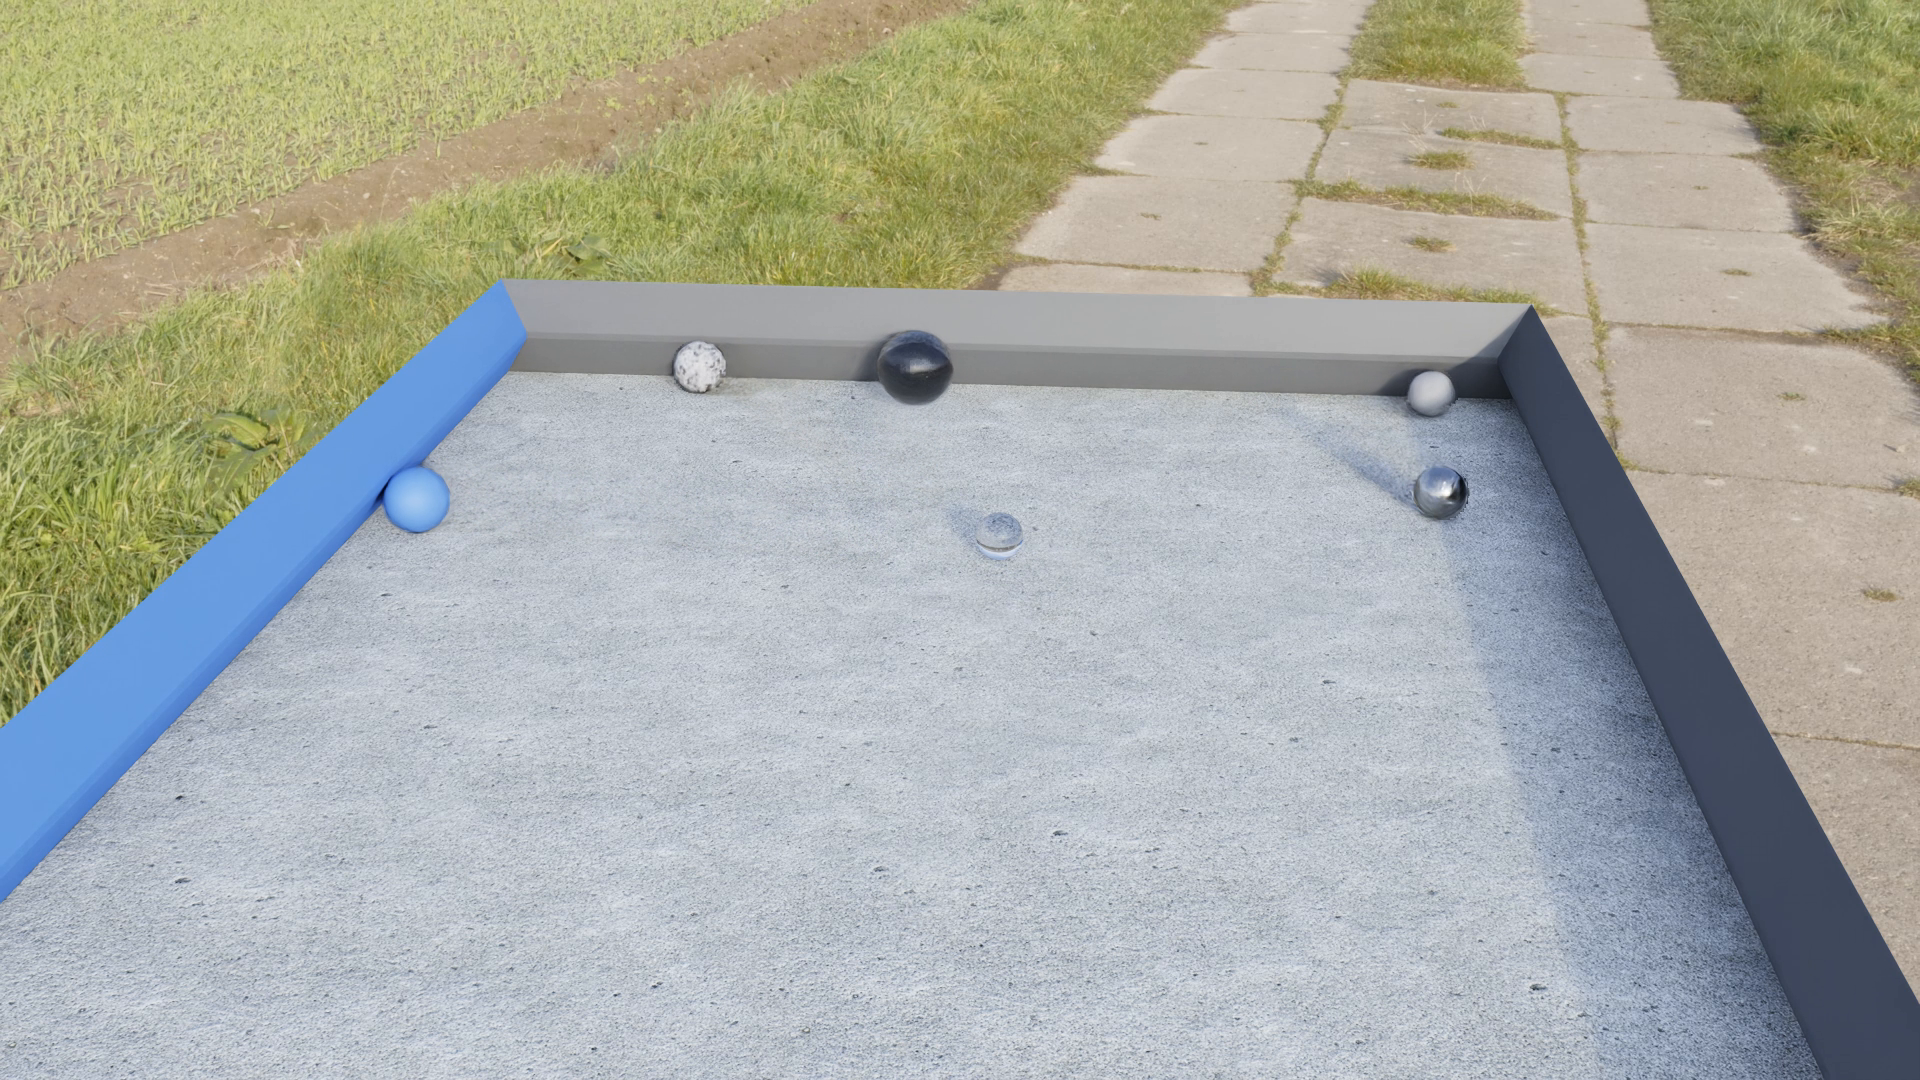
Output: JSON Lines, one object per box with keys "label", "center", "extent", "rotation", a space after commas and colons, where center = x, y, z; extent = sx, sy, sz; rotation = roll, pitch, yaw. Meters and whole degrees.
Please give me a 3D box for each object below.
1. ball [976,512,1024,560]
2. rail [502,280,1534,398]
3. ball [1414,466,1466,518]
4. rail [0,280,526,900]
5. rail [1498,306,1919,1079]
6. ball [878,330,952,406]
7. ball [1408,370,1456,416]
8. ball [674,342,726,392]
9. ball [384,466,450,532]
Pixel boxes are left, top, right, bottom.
{"label": "ball", "center": [0.043, -0.004, 2.381], "extent": [0.052, 0.052, 0.052], "rotation": [0, 22, 0]}
{"label": "rail", "center": [0.059, -0.262, 2.925], "extent": [1.377, 0.129, 0.045], "rotation": [2, 22, 5]}
{"label": "ball", "center": [0.545, -0.055, 2.498], "extent": [0.060, 0.060, 0.060], "rotation": [0, 22, 0]}
{"label": "rail", "center": [-0.723, 0.192, 1.780], "extent": [0.045, 0.129, 2.646], "rotation": [2, 22, 5]}
{"label": "rail", "center": [0.601, 0.237, 1.666], "extent": [0.045, 0.129, 2.646], "rotation": [2, 22, 5]}
{"label": "ball", "center": [-0.059, -0.225, 2.876], "extent": [0.099, 0.099, 0.099], "rotation": [0, 22, 0]}
{"label": "ball", "center": [0.609, -0.189, 2.838], "extent": [0.059, 0.059, 0.059], "rotation": [0, 22, 0]}
{"label": "ball", "center": [-0.346, -0.230, 2.929], "extent": [0.069, 0.069, 0.069], "rotation": [0, 22, 0]}
{"label": "ball", "center": [-0.607, -0.045, 2.457], "extent": [0.073, 0.073, 0.073], "rotation": [0, 22, 0]}
